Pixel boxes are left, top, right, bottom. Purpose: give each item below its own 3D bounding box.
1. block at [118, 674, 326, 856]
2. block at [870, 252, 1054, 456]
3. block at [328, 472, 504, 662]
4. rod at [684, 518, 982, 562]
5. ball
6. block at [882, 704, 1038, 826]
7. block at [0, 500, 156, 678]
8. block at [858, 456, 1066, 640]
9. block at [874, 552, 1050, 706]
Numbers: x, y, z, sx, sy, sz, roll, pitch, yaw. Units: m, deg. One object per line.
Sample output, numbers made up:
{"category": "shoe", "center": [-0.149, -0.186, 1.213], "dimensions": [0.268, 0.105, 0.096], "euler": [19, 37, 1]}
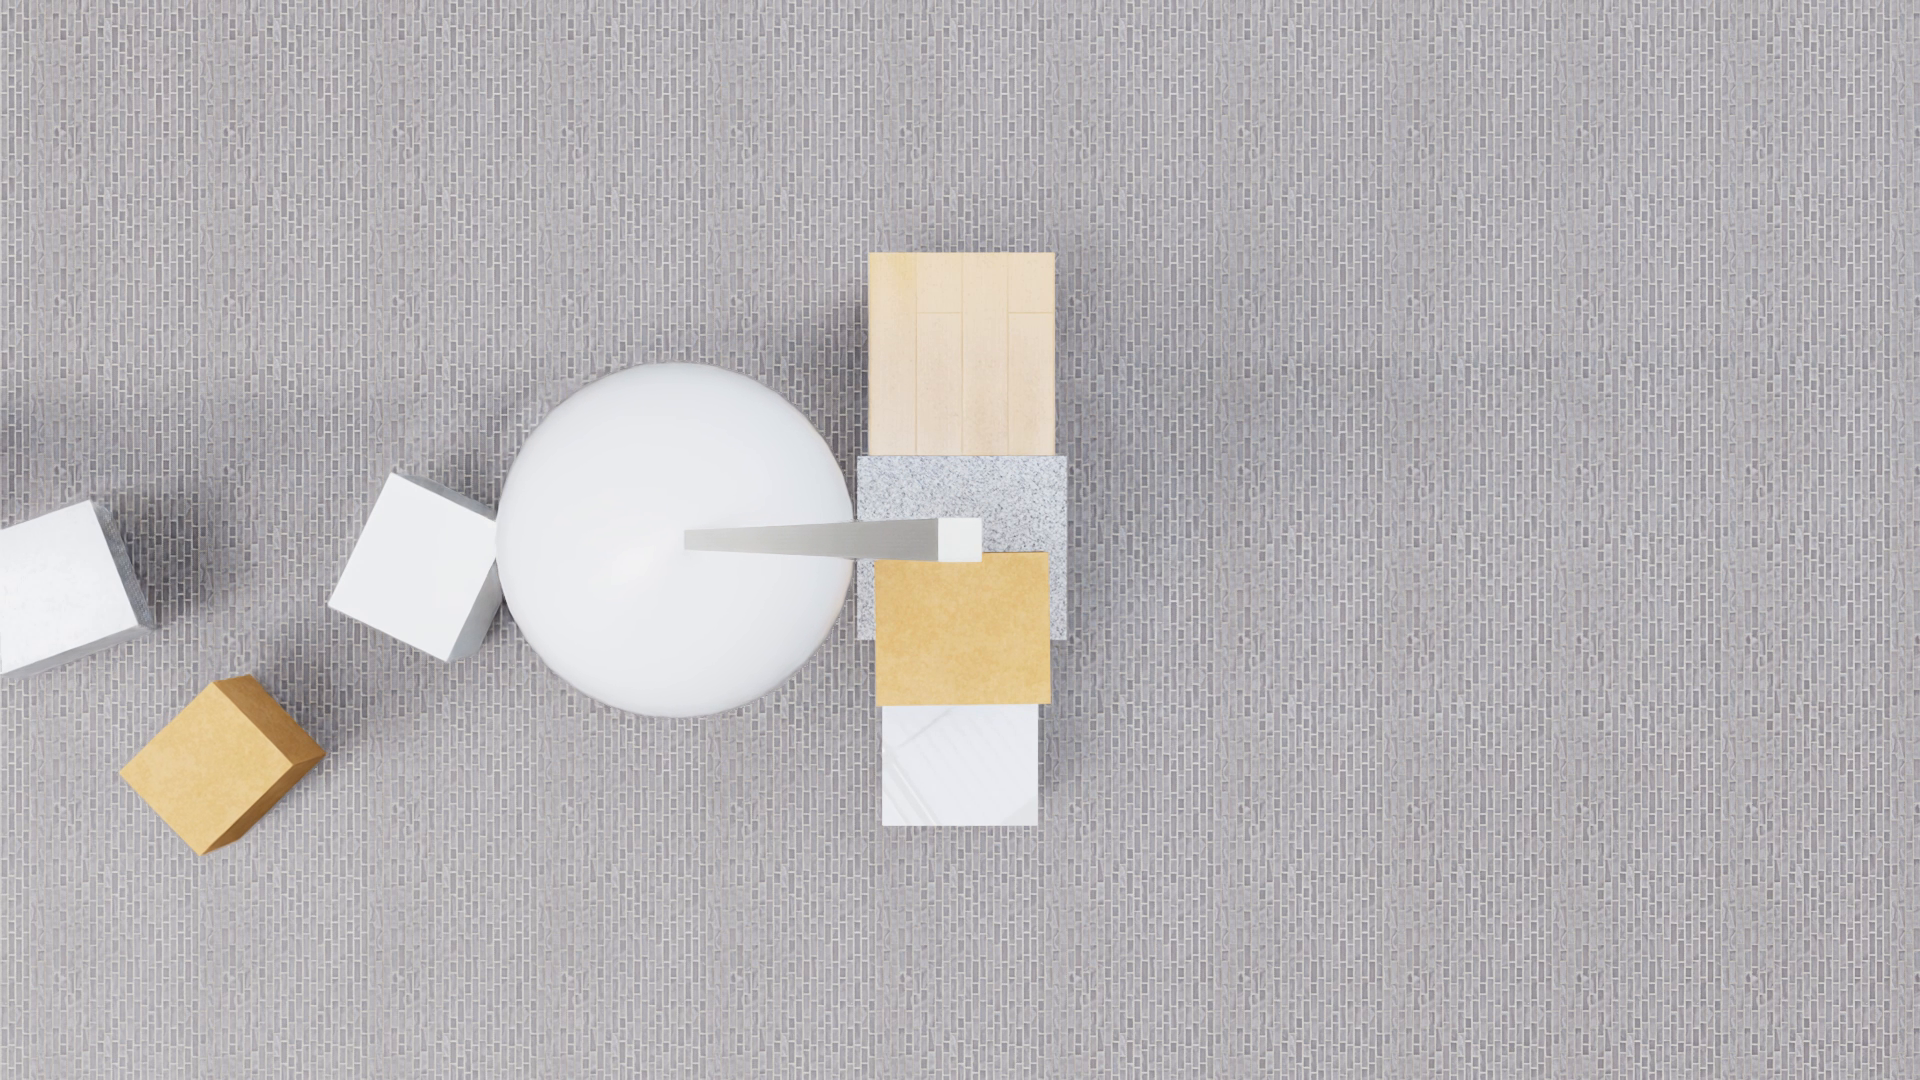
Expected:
{"category": "block", "center": [-4.232, 1.284, 12.670], "dimensions": [0.733, 0.661, 0.653], "euler": [-44, 90, 0]}
{"category": "block", "center": [0.011, -1.014, 12.495], "dimensions": [1.012, 1.010, 1.106], "euler": [0, 90, 0]}
{"category": "block", "center": [-3.011, 0.150, 12.611], "dimensions": [0.728, 0.777, 0.816], "euler": [25, 90, 0]}
{"category": "rod", "center": [-0.550, 0.000, 6.544], "dimensions": [0.080, 5.200, 0.080], "euler": [0, 90, -12]}
{"category": "ball", "center": [-1.269, 0.000, 9.867], "dimensions": [1.600, 1.600, 1.600], "euler": [0, 90, 0]}
{"category": "block", "center": [0.000, 1.055, 12.531], "dimensions": [0.852, 0.937, 1.022], "euler": [0, 90, 0]}
{"category": "block", "center": [-5.152, 0.290, 12.544], "dimensions": [0.773, 0.755, 0.747], "euler": [-21, 90, -13]}
{"category": "block", "center": [0.010, 0.043, 12.390], "dimensions": [1.121, 1.221, 0.985], "euler": [0, 90, 0]}
{"category": "block", "center": [0.013, 0.446, 11.382], "dimensions": [0.871, 0.795, 0.758], "euler": [-1, 90, 0]}
